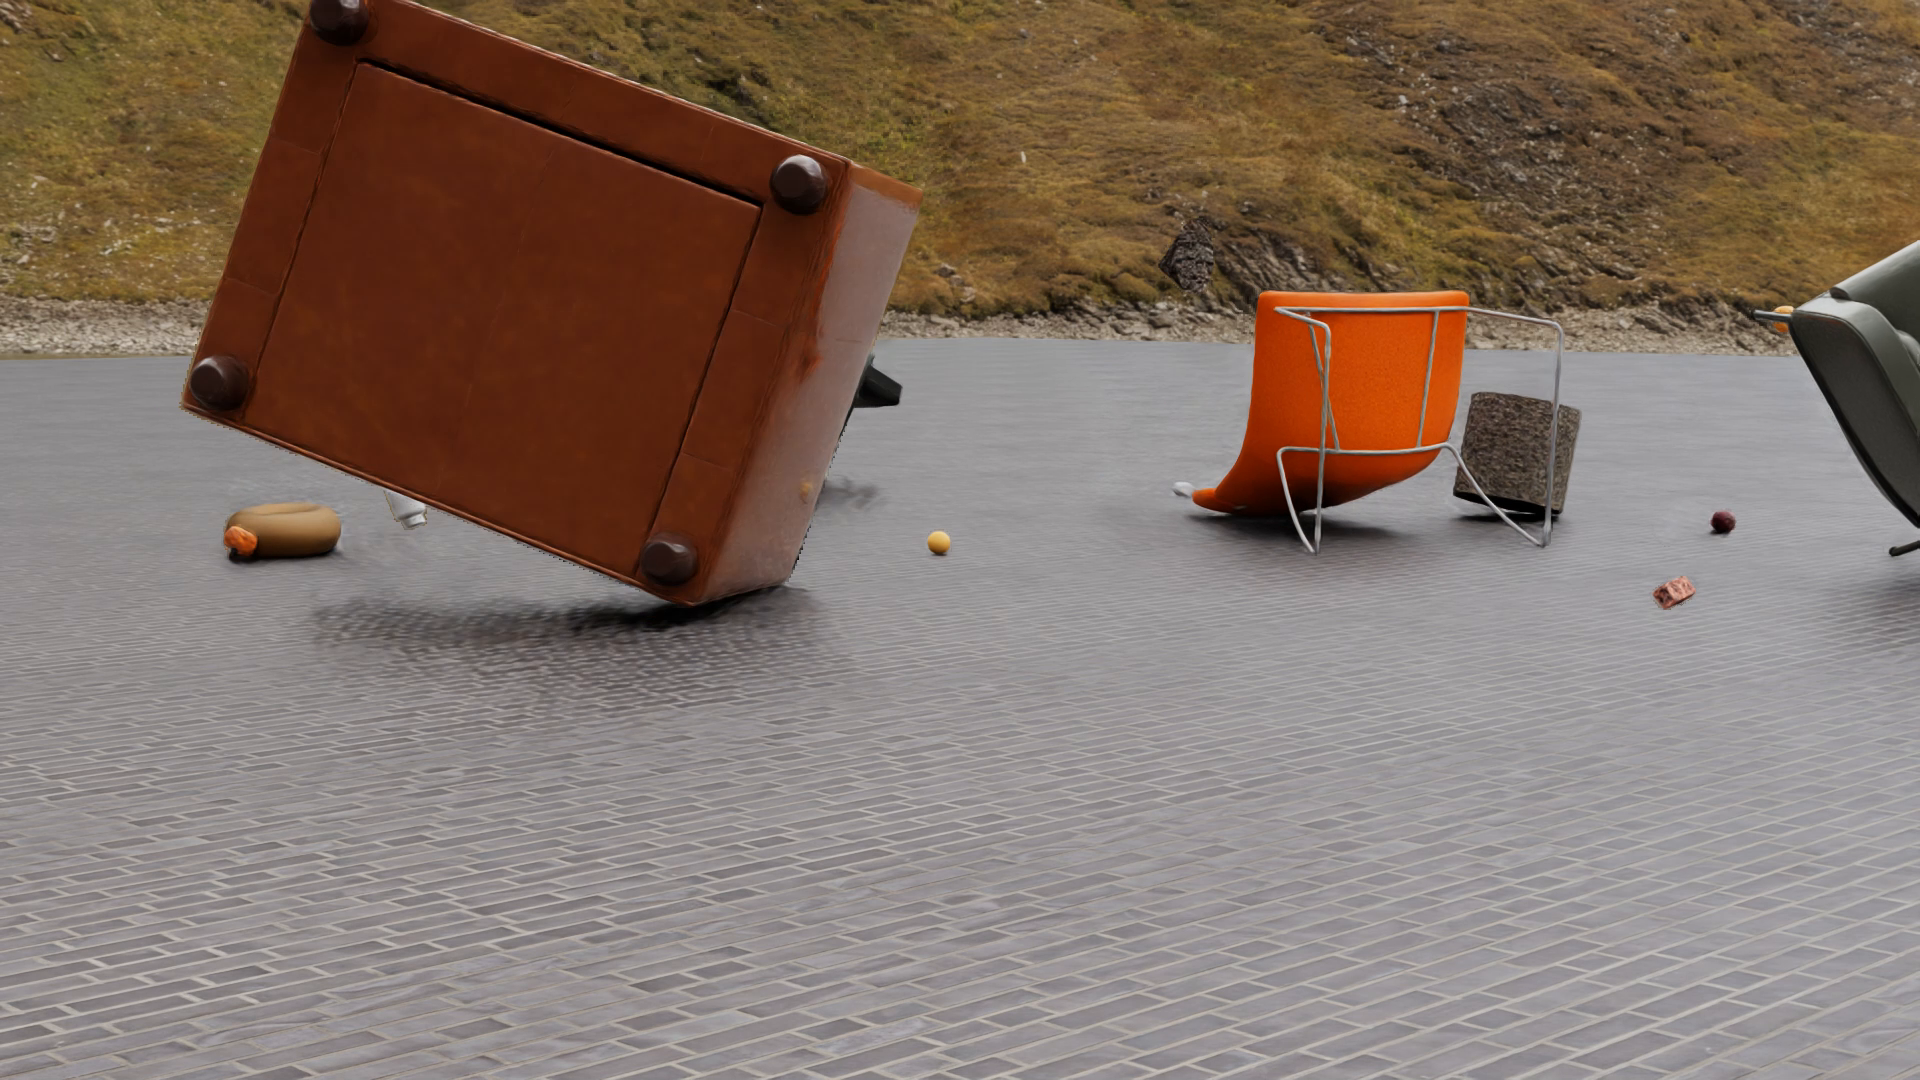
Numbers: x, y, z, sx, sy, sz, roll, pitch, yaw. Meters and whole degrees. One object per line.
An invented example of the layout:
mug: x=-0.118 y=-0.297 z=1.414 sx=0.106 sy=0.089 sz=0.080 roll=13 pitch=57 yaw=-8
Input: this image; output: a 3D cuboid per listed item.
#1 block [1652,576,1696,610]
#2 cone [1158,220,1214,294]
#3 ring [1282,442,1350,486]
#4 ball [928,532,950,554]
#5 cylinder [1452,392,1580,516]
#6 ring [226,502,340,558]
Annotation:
block: x=1.418 y=0.105 z=5.092 sx=0.091 sy=0.041 sz=0.034 roll=-15 pitch=-24 yaw=-47
cone: x=0.604 y=-0.779 z=7.181 sx=0.133 sy=0.215 sz=0.171 roll=9 pitch=-8 yaw=-32
ring: x=0.949 y=-0.202 z=6.834 sx=0.213 sy=0.095 sz=0.057 roll=21 pitch=5 yaw=-17
ball: x=-0.050 y=0.006 z=6.084 sx=0.055 sy=0.055 sz=0.055 roll=0 pitch=6 yaw=0
cylinder: x=1.522 y=-0.235 z=7.017 sx=0.297 sy=0.278 sz=0.296 roll=10 pitch=-3 yaw=24
ring: x=-1.618 y=-0.023 z=6.141 sx=0.266 sy=0.104 sz=0.413 roll=-2 pitch=7 yaw=-8
